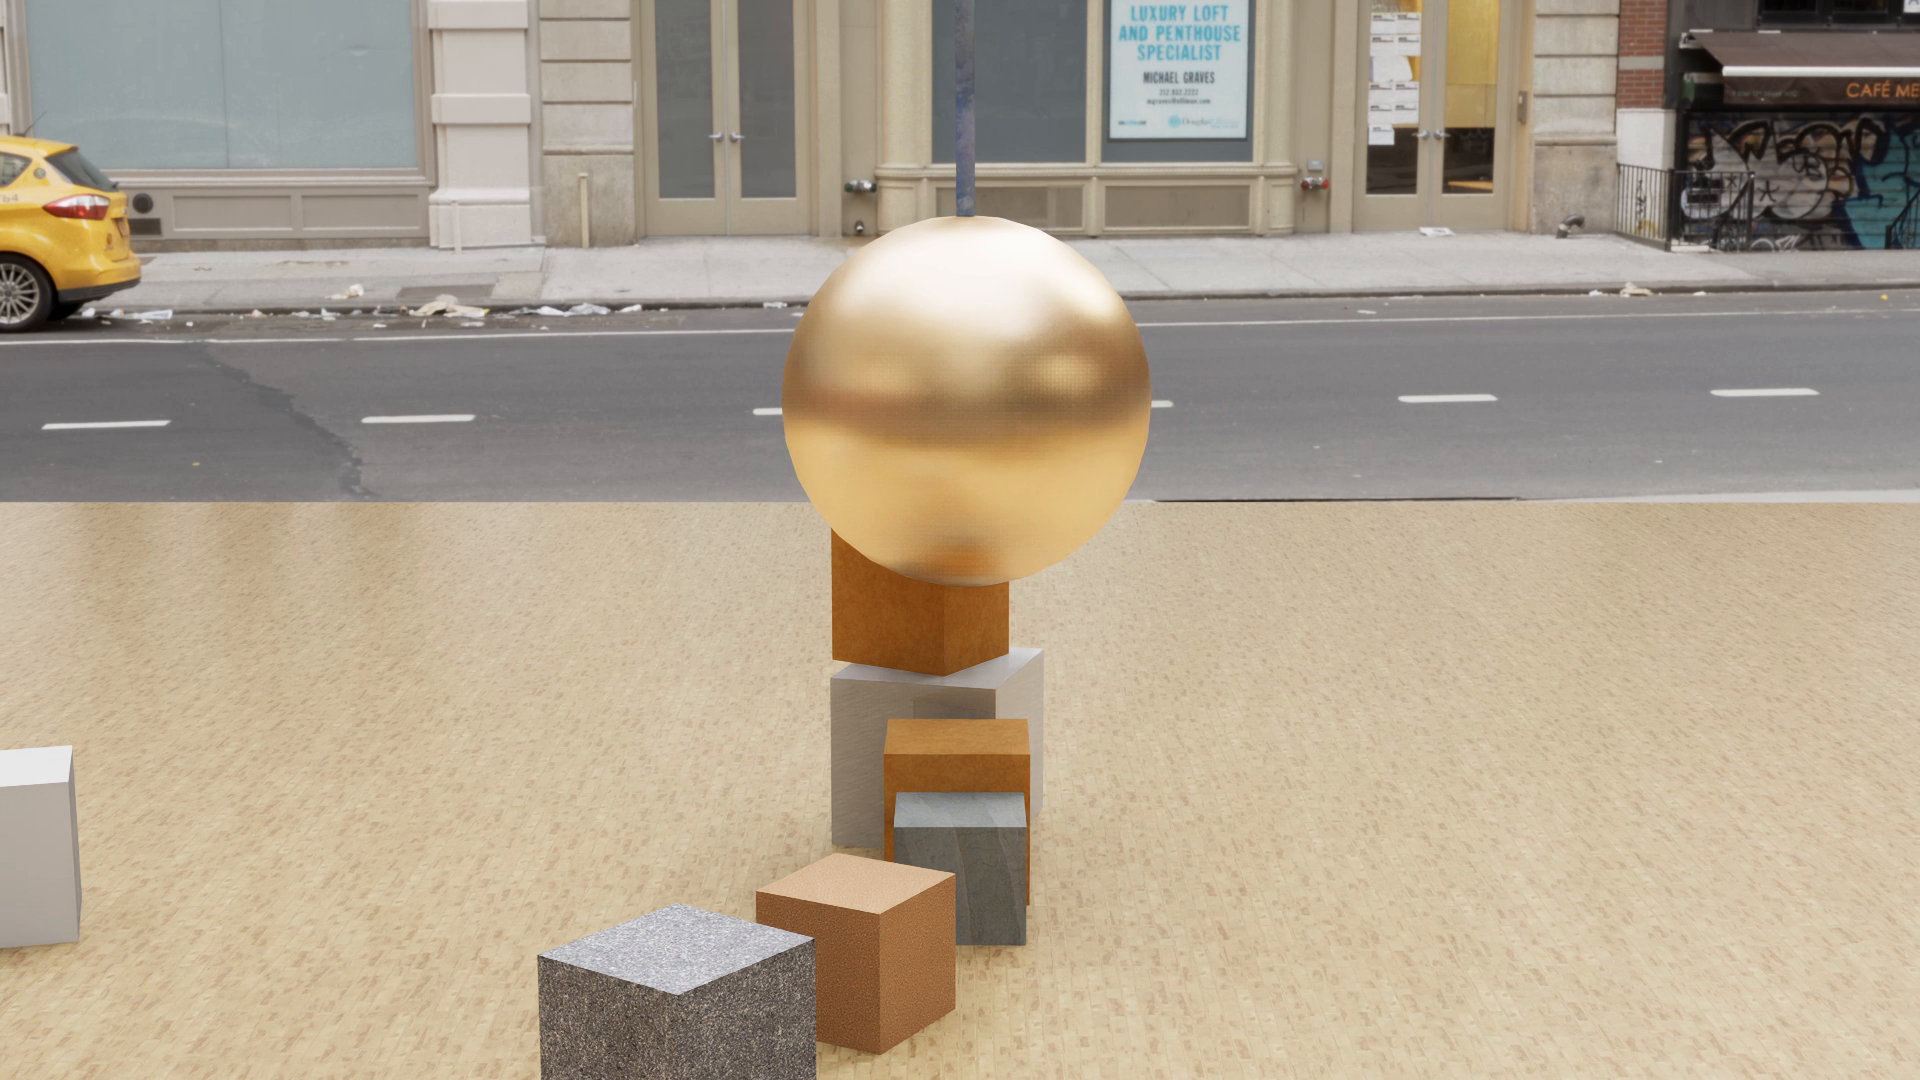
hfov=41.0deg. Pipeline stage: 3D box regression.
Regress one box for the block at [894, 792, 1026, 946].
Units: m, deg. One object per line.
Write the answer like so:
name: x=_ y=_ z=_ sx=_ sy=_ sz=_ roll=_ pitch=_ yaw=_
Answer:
block: x=0.001 y=1.362 z=10.675 sx=0.538 sy=0.501 sz=0.511 roll=0 pitch=10 yaw=0

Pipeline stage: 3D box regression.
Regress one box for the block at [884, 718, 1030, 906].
block: x=-0.011 y=1.180 z=11.214 sx=0.620 sy=0.666 sz=0.605 roll=0 pitch=10 yaw=0

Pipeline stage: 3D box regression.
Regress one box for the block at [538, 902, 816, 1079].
block: x=-0.966 y=1.667 z=8.825 sx=0.646 sy=0.563 sz=0.693 roll=8 pitch=13 yaw=36

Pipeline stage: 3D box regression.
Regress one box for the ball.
ball: x=0.028 y=-0.597 z=11.072 sx=1.600 sy=1.600 sz=1.600 roll=0 pitch=10 yaw=0

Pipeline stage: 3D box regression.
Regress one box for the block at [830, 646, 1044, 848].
block: x=-0.095 y=0.963 z=12.064 sx=0.784 sy=0.789 sz=0.857 roll=3 pitch=11 yaw=16

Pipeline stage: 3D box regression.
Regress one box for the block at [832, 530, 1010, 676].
block: x=-0.184 y=0.233 z=12.066 sx=0.627 sy=0.645 sz=0.564 roll=7 pitch=12 yaw=32

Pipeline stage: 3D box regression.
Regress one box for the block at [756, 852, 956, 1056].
block: x=-0.385 y=1.538 z=9.612 sx=0.537 sy=0.534 sz=0.544 roll=6 pitch=12 yaw=29

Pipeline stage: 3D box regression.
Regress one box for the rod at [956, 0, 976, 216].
rod: x=0.012 y=-3.942 z=10.464 sx=0.080 sy=5.200 sz=0.080 roll=0 pitch=10 yaw=0

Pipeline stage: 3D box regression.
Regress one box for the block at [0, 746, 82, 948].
block: x=-4.033 y=1.279 z=10.638 sx=0.691 sy=0.677 sz=0.597 roll=-3 pitch=11 yaw=-17
